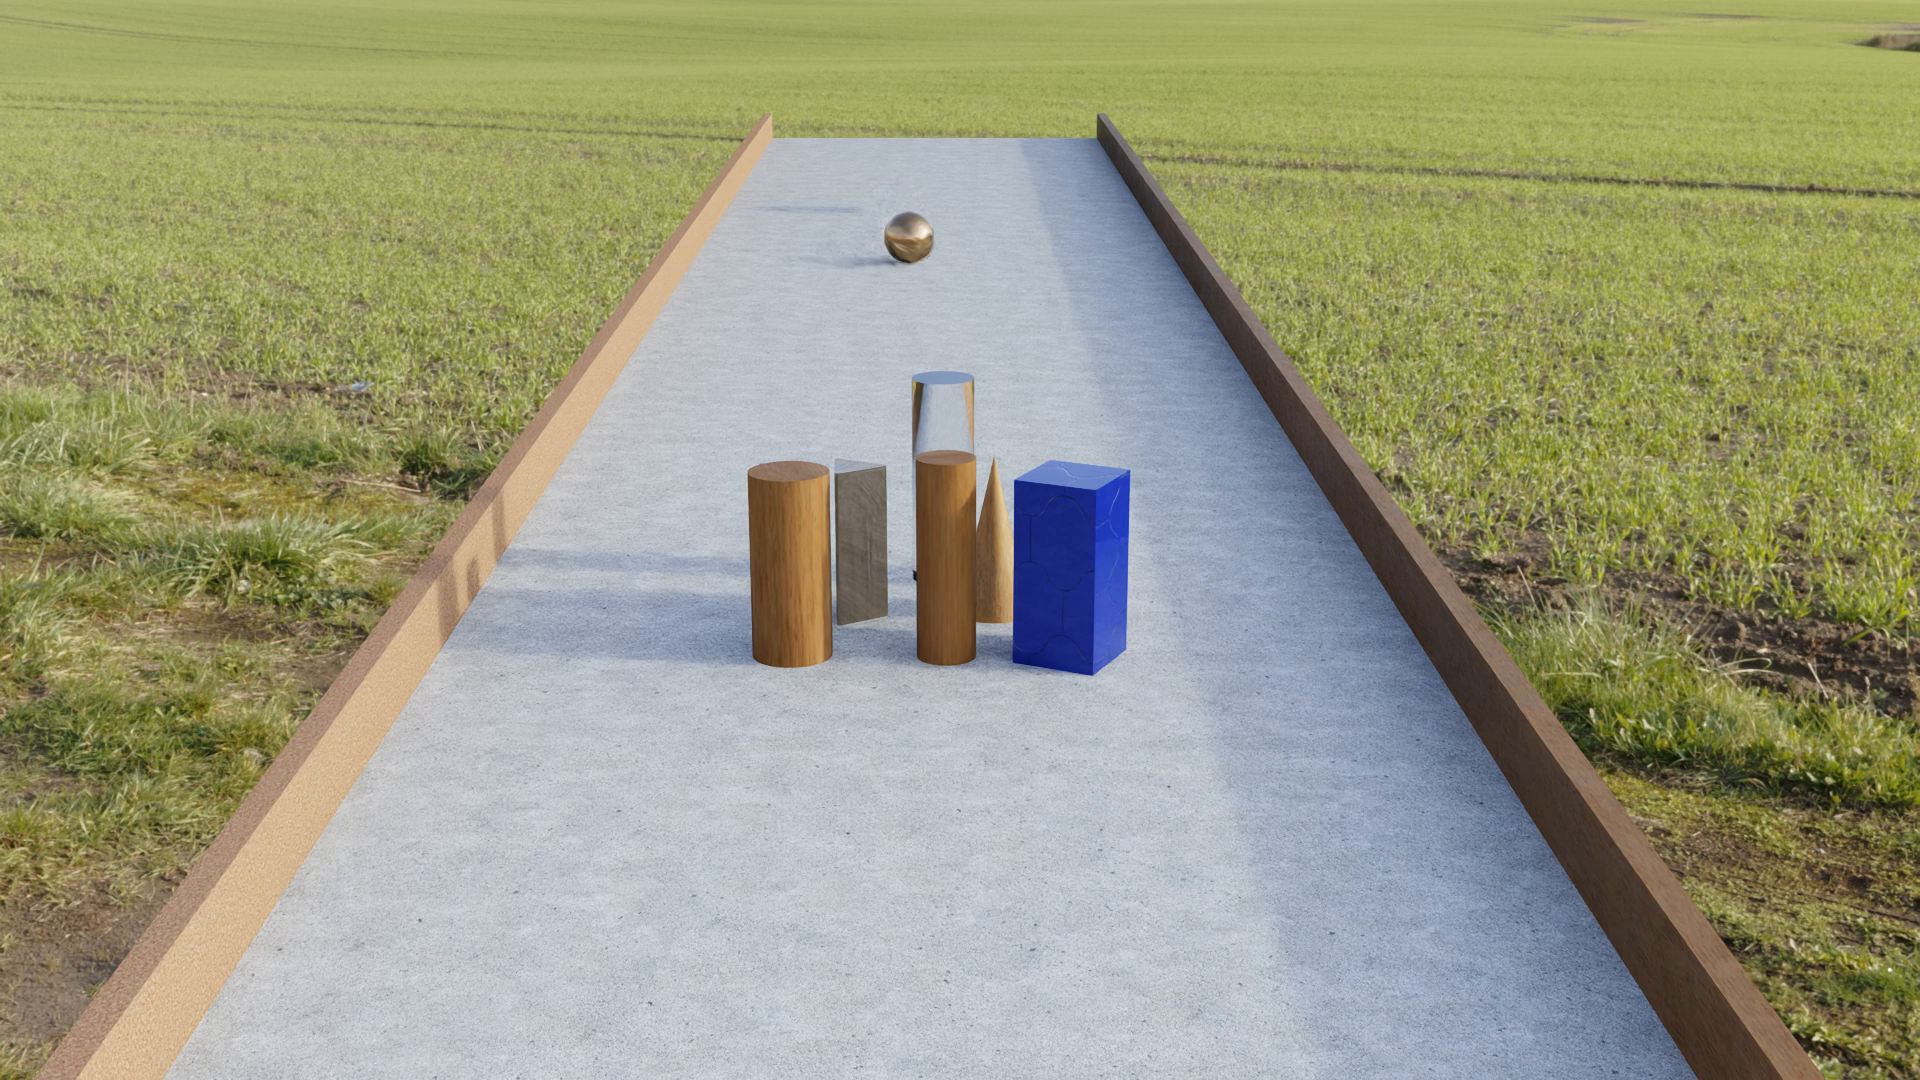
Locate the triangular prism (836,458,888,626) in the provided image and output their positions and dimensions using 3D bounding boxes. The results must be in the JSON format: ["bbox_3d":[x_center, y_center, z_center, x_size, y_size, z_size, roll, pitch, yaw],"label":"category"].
[{"bbox_3d":[-0.233,-0.001,4.650,0.123,0.330,0.106,-11,20,-32],"label":"triangular prism"}]

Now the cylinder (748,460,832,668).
[{"bbox_3d":[-0.339,0.047,4.395,0.162,0.383,0.162,0,17,0],"label":"cylinder"}]

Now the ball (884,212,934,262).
[{"bbox_3d":[-0.209,-1.247,9.051,0.210,0.210,0.210,0,17,0],"label":"ball"}]

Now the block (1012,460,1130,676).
[{"bbox_3d":[0.222,0.053,4.385,0.174,0.379,0.174,8,18,25],"label":"block"}]

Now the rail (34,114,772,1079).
[{"bbox_3d":[-1.118,-0.838,7.780,0.050,0.150,12.000,0,17,-1],"label":"rail"}]

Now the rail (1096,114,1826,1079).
[{"bbox_3d":[0.932,-0.844,7.801,0.050,0.150,12.000,0,17,-1],"label":"rail"}]

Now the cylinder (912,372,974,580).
[{"bbox_3d":[-0.037,-0.136,4.882,0.138,0.458,0.138,0,17,0],"label":"cylinder"}]

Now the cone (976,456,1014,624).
[{"bbox_3d":[0.072,-0.013,4.659,0.154,0.349,0.154,0,17,0],"label":"cone"}]

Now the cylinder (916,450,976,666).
[{"bbox_3d":[-0.027,0.036,4.383,0.120,0.413,0.120,0,17,0],"label":"cylinder"}]
